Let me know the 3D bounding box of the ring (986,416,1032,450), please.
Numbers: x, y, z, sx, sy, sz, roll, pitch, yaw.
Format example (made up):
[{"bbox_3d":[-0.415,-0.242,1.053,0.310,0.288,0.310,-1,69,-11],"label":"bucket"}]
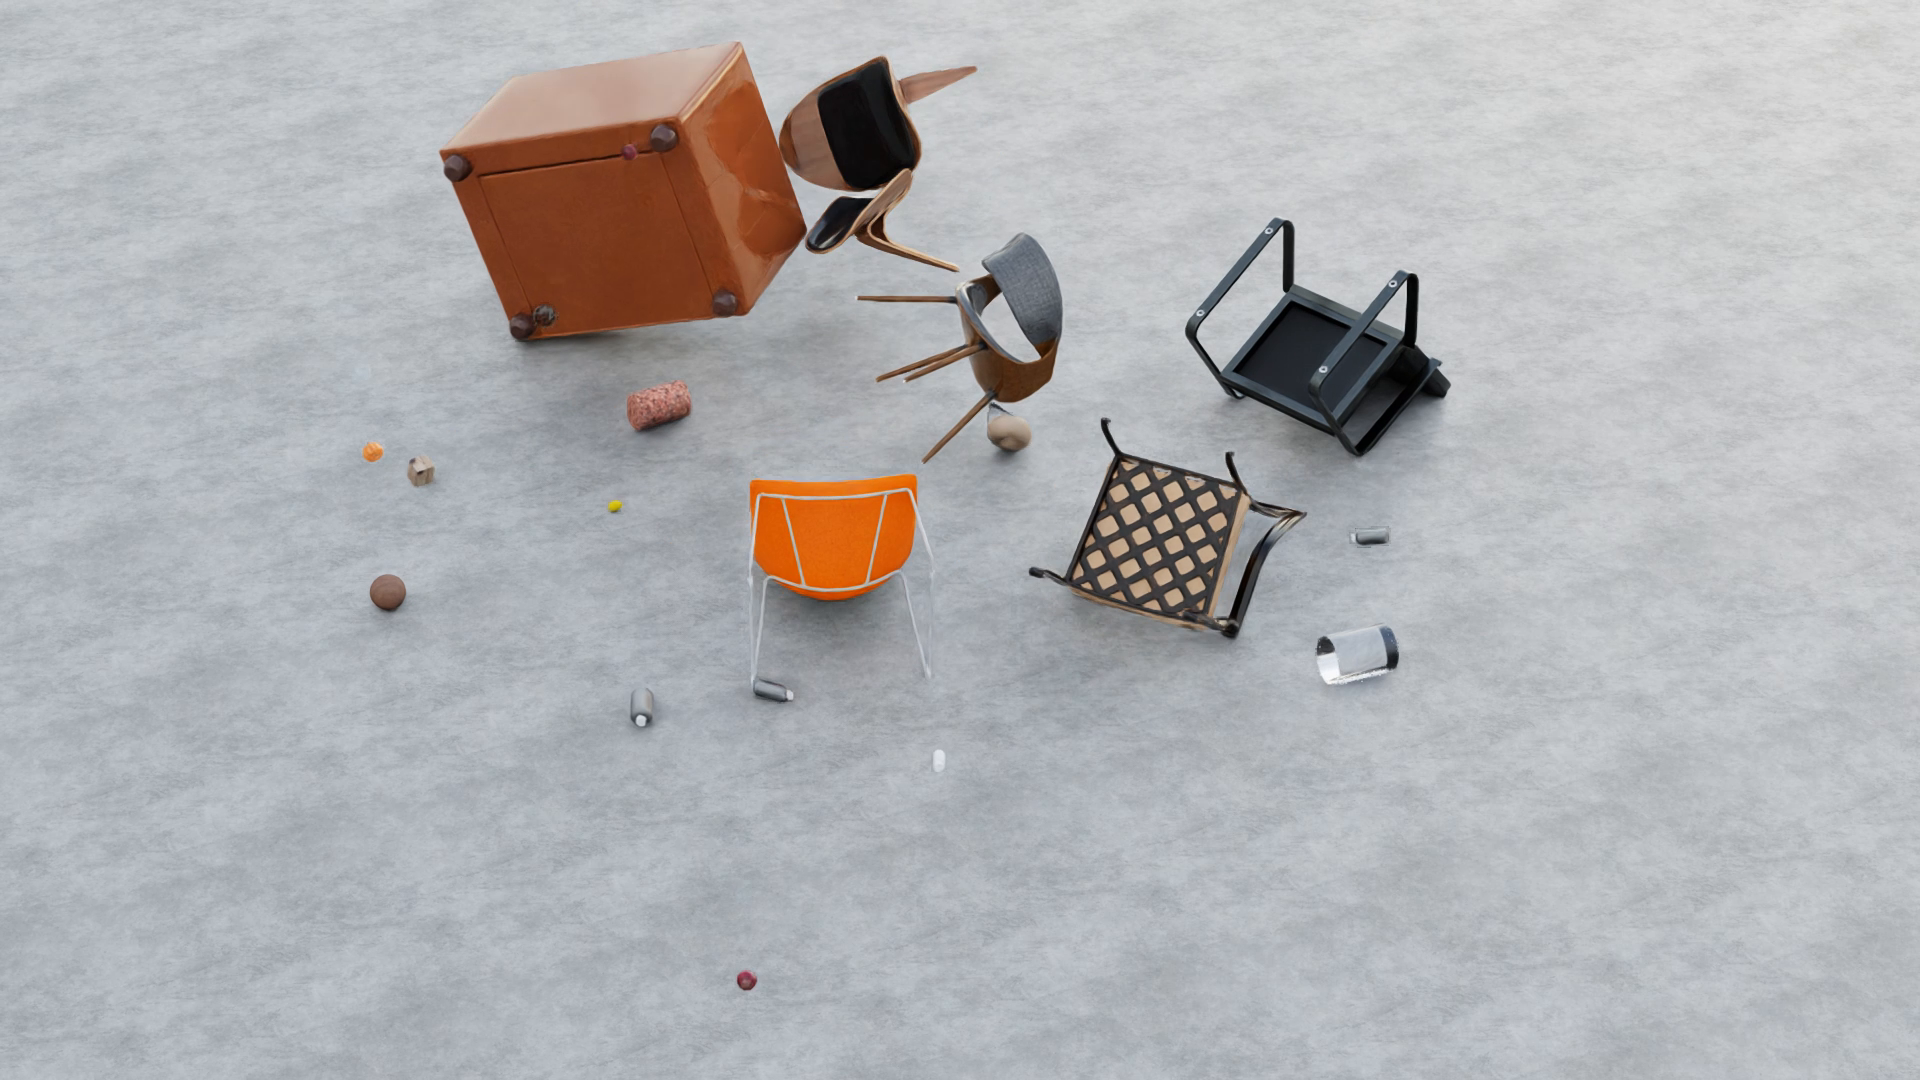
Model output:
[{"bbox_3d":[0.191,-0.418,11.394,0.170,0.242,0.087,-3,73,14],"label":"ring"}]

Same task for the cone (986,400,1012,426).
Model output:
[{"bbox_3d":[0.164,-0.496,11.595,0.099,0.130,0.050,7,38,-8],"label":"cone"}]

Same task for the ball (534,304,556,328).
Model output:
[{"bbox_3d":[-1.618,-0.872,11.426,0.089,0.089,0.089,0,33,0],"label":"ball"}]

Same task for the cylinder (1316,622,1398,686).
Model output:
[{"bbox_3d":[1.381,0.396,10.184,0.230,0.178,0.169,-12,35,-18],"label":"cylinder"}]

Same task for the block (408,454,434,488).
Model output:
[{"bbox_3d":[-2.068,-0.265,11.245,0.075,0.095,0.066,-22,61,-30],"label":"block"}]

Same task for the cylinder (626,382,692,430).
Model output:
[{"bbox_3d":[-1.191,-0.531,11.607,0.218,0.167,0.136,-19,72,-26],"label":"cylinder"}]
